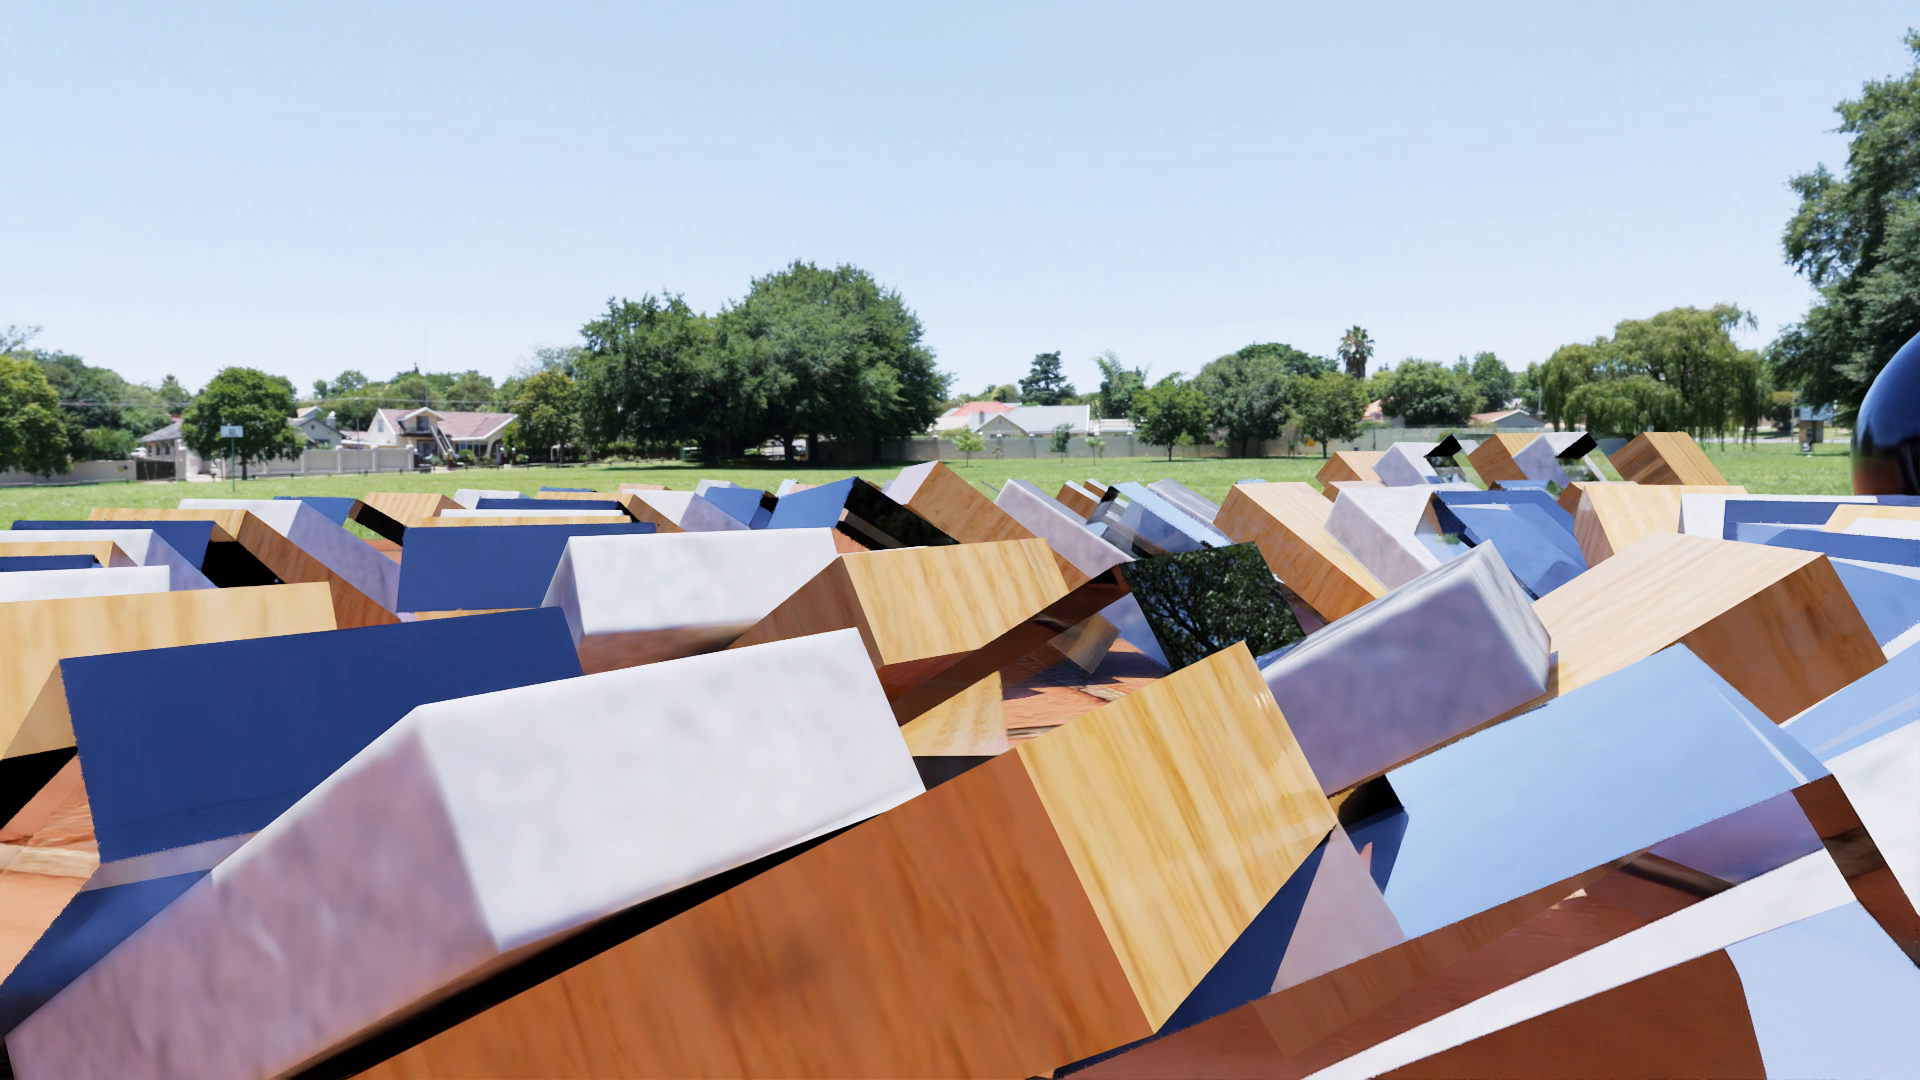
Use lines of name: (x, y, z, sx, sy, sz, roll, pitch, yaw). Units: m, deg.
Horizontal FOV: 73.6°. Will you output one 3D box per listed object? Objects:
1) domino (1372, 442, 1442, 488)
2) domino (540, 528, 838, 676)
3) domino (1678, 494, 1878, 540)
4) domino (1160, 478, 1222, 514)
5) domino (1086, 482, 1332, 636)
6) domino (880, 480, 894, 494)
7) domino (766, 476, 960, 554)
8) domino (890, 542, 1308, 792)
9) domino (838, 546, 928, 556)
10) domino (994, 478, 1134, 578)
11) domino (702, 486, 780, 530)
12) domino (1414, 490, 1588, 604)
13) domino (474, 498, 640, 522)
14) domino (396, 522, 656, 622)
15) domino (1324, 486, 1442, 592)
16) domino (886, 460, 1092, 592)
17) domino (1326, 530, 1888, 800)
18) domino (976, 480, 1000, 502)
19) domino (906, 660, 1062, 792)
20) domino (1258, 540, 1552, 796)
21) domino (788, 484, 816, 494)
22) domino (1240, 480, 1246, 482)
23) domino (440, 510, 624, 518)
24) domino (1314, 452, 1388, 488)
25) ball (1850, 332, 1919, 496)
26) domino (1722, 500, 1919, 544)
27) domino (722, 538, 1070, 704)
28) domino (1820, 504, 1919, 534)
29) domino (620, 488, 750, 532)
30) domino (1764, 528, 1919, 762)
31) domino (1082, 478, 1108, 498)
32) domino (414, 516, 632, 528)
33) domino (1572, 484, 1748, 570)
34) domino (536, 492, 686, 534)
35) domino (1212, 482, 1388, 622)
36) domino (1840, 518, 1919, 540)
domino: (0.133, -0.004, 0.338, 0.025, 0.050, 0.010, -3, -38, -40)
domino: (-0.033, 0.015, 0.136, 0.025, 0.009, 0.050, -2, -27, -30)
domino: (0.115, 0.012, 0.178, 0.025, 0.009, 0.050, 2, 37, 25)
domino: (0.076, -0.001, 0.357, 0.050, 0.009, 0.025, 31, 11, 11)
domino: (0.051, 0.006, 0.253, 0.050, 0.009, 0.025, 34, 14, 13)
domino: (0.004, 0.003, 0.297, 0.050, 0.010, 0.025, 31, -2, -11)
domino: (-0.007, 0.007, 0.224, 0.050, 0.009, 0.025, 33, -24, -29)
domino: (0.003, 0.017, 0.113, 0.050, 0.009, 0.025, -35, -16, 32)
domino: (-0.008, 0.013, 0.196, 0.025, 0.009, 0.050, -6, -18, 19)
domino: (0.030, 0.006, 0.256, 0.050, 0.009, 0.025, 34, 8, 8)
domino: (-0.030, 0.005, 0.270, 0.050, 0.009, 0.025, 34, -17, -34)
domino: (0.104, 0.009, 0.221, 0.025, 0.009, 0.050, -1, 35, -18)
domino: (-0.057, 0.009, 0.215, 0.025, 0.010, 0.050, 1, -27, 18)
domino: (-0.048, 0.014, 0.153, 0.025, 0.010, 0.050, -1, -27, -10)
domino: (0.093, 0.008, 0.238, 0.025, 0.009, 0.050, -2, 36, -26)
domino: (0.009, 0.005, 0.242, 0.050, 0.009, 0.025, 37, -10, -13)
domino: (0.046, 0.017, 0.109, 0.050, 0.009, 0.025, -32, 2, 4)
domino: (0.024, 0.003, 0.304, 0.050, 0.010, 0.025, 31, 4, -1)
domino: (0.000, 0.025, 0.171, 0.025, 0.009, 0.050, 0, 4, 0)
domino: (0.022, 0.017, 0.106, 0.050, 0.009, 0.025, -33, -10, 24)
domino: (-0.014, 0.004, 0.284, 0.050, 0.009, 0.025, 32, -11, -26)
domino: (0.099, 0.000, 0.354, 0.050, 0.009, 0.025, 33, 19, 23)
domino: (-0.056, 0.011, 0.193, 0.025, 0.009, 0.050, 0, -26, 5)
domino: (0.122, -0.004, 0.348, 0.025, 0.010, 0.050, -4, 47, -41)
ball: (0.248, -0.019, 0.288, 0.080, 0.080, 0.080, 0, 4, 0)
domino: (0.109, 0.013, 0.160, 0.025, 0.010, 0.050, 3, 37, 32)
domino: (-0.015, 0.016, 0.123, 0.025, 0.009, 0.050, -5, -25, -47)
domino: (0.100, 0.015, 0.138, 0.050, 0.010, 0.025, -40, 25, -26)
domino: (-0.043, 0.007, 0.255, 0.025, 0.010, 0.050, 4, -25, 45)
domino: (0.066, 0.017, 0.114, 0.050, 0.010, 0.025, -32, 8, -5)
domino: (0.056, -0.001, 0.358, 0.050, 0.009, 0.025, 30, 8, 6)
domino: (-0.053, 0.013, 0.173, 0.025, 0.010, 0.050, -1, -27, -4)
domino: (0.116, 0.010, 0.199, 0.025, 0.009, 0.050, 1, 38, 9)
domino: (-0.053, 0.008, 0.237, 0.025, 0.009, 0.050, 2, -26, 35)
domino: (0.076, 0.006, 0.252, 0.025, 0.009, 0.050, -4, 38, -41)
domino: (0.084, 0.016, 0.123, 0.050, 0.010, 0.025, -34, 14, -14)
